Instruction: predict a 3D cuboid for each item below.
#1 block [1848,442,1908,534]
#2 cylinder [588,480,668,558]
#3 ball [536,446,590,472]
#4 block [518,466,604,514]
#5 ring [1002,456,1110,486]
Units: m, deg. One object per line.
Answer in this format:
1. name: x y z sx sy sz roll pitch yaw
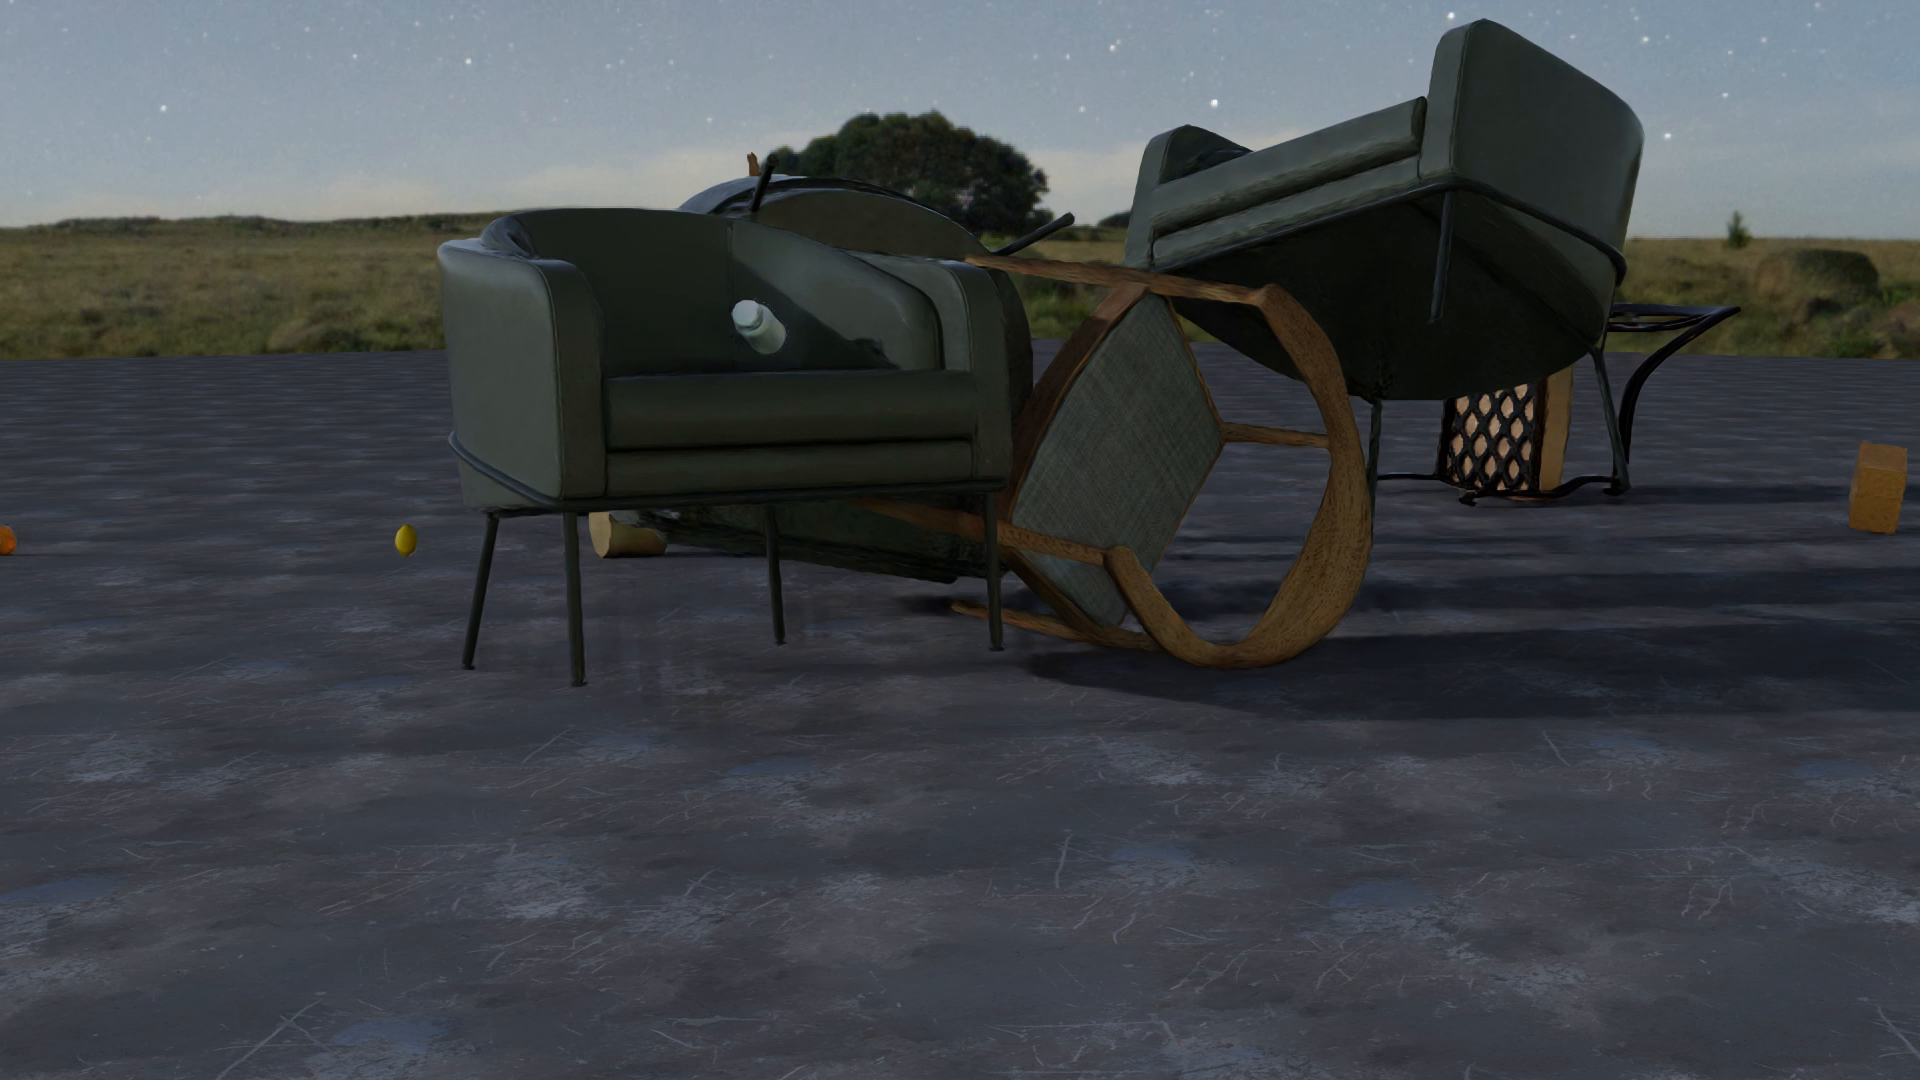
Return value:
1. block: 2.355 -0.134 6.584 0.113 0.175 0.154 9 29 14
2. cylinder: -0.782 -0.051 6.047 0.148 0.180 0.128 -4 -8 -31
3. ball: -1.175 -0.201 7.593 0.159 0.159 0.159 0 6 0
4. block: -1.105 -0.137 7.134 0.196 0.106 0.151 -4 5 12
5. ring: 0.303 -0.220 8.143 0.350 0.084 0.264 3 6 21
